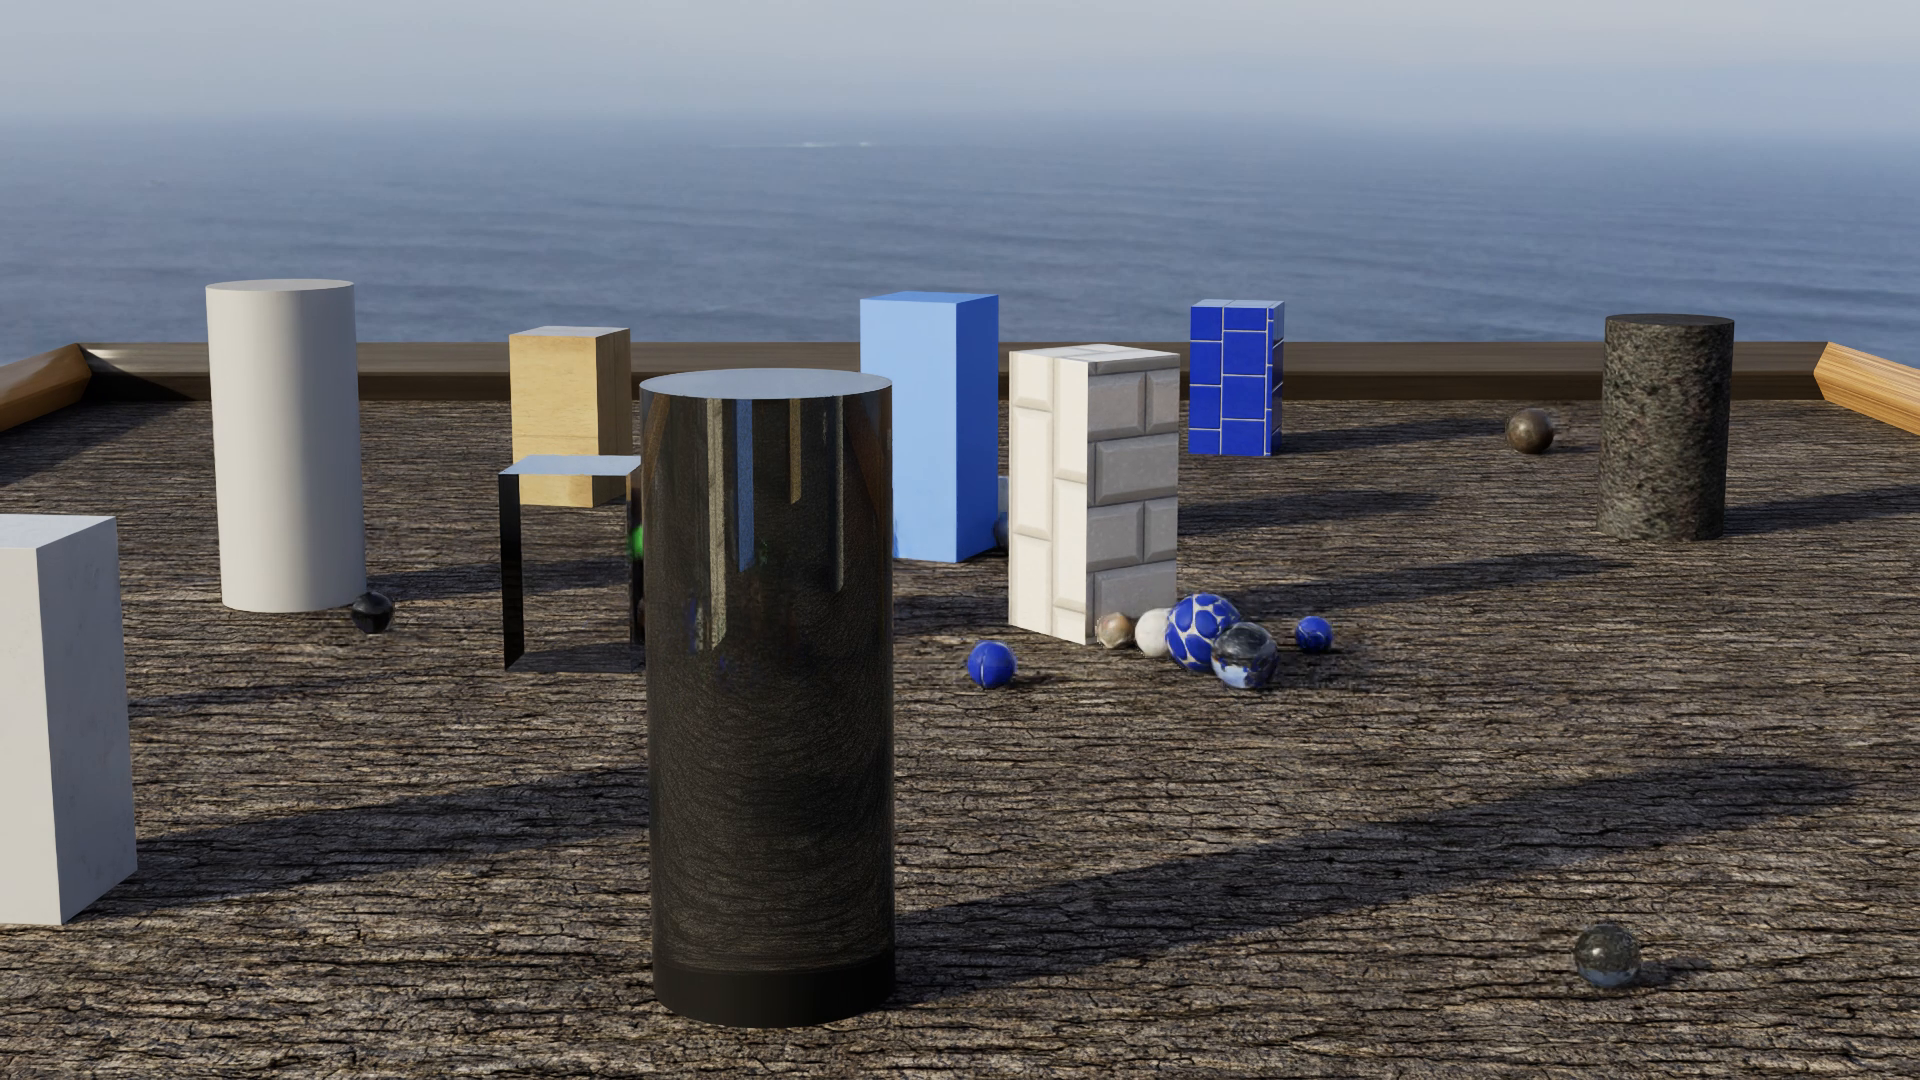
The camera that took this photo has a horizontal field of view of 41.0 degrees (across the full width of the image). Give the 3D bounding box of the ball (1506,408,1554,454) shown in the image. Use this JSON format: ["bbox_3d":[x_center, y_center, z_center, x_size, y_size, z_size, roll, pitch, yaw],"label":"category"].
[{"bbox_3d":[1.075,-0.204,4.833,0.088,0.088,0.088,0,11,0],"label":"ball"}]

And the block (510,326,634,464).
[{"bbox_3d":[-0.663,-0.218,4.388,0.155,0.278,0.155,3,11,14],"label":"block"}]

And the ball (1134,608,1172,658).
[{"bbox_3d":[0.248,0.116,3.178,0.063,0.063,0.063,0,11,0],"label":"ball"}]

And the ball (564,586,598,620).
[{"bbox_3d":[-0.504,0.083,3.407,0.044,0.044,0.044,0,11,0],"label":"ball"}]

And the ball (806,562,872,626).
[{"bbox_3d":[-0.158,0.071,3.357,0.086,0.086,0.086,0,11,0],"label":"ball"}]

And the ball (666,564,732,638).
[{"bbox_3d":[-0.339,0.079,3.290,0.095,0.095,0.095,0,11,0],"label":"ball"}]

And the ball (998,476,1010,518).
[{"bbox_3d":[0.063,-0.051,3.981,0.097,0.097,0.097,0,11,0],"label":"ball"}]

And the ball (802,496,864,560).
[{"bbox_3d":[-0.189,-0.019,3.817,0.095,0.095,0.095,0,11,0],"label":"ball"}]

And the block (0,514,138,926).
[{"bbox_3d":[-0.838,0.153,2.251,0.155,0.329,0.155,1,11,6],"label":"block"}]

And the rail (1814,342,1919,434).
[{"bbox_3d":[1.892,0.030,3.460,0.045,0.126,4.408,0,11,0],"label":"rail"}]

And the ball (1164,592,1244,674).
[{"bbox_3d":[0.296,0.112,3.103,0.097,0.097,0.097,0,11,0],"label":"ball"}]

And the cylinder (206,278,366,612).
[{"bbox_3d":[-0.918,-0.132,3.505,0.194,0.432,0.194,0,11,0],"label":"cylinder"}]

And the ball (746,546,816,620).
[{"bbox_3d":[-0.235,0.057,3.404,0.096,0.096,0.096,0,11,0],"label":"ball"}]

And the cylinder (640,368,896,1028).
[{"bbox_3d":[-0.149,0.118,2.013,0.194,0.485,0.194,0,11,0],"label":"cylinder"}]

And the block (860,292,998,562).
[{"bbox_3d":[-0.045,-0.174,3.859,0.155,0.384,0.155,5,12,24],"label":"block"}]

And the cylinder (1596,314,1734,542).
[{"bbox_3d":[1.104,-0.179,4.022,0.194,0.334,0.194,0,11,0],"label":"cylinder"}]

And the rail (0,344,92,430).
[{"bbox_3d":[-1.892,0.034,3.438,0.045,0.126,4.408,0,11,0],"label":"rail"}]

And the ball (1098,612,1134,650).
[{"bbox_3d":[0.197,0.115,3.230,0.046,0.046,0.046,0,11,0],"label":"ball"}]

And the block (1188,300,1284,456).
[{"bbox_3d":[0.527,-0.311,4.887,0.155,0.278,0.155,3,11,14],"label":"block"}]

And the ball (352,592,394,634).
[{"bbox_3d":[-0.760,0.094,3.319,0.054,0.054,0.054,0,11,0],"label":"ball"}]

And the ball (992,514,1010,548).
[{"bbox_3d":[0.077,-0.014,3.904,0.053,0.053,0.053,0,11,0],"label":"ball"}]

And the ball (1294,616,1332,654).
[{"bbox_3d":[0.442,0.119,3.207,0.047,0.047,0.047,0,11,0],"label":"ball"}]

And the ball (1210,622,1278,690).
[{"bbox_3d":[0.335,0.136,3.022,0.080,0.080,0.080,0,11,0],"label":"ball"}]

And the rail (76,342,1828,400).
[{"bbox_3d":[-0.013,-0.366,5.593,3.832,0.126,0.045,0,11,0],"label":"rail"}]

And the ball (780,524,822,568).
[{"bbox_3d":[-0.232,0.009,3.757,0.062,0.062,0.062,0,11,0],"label":"ball"}]

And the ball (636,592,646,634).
[{"bbox_3d":[-0.356,0.087,3.133,0.077,0.077,0.077,0,11,0],"label":"ball"}]

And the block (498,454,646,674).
[{"bbox_3d":[-0.470,0.027,3.164,0.155,0.243,0.155,1,11,4],"label":"block"}]

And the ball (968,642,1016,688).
[{"bbox_3d":[0.037,0.147,3.027,0.056,0.056,0.056,0,11,0],"label":"ball"}]

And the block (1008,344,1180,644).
[{"bbox_3d":[0.173,-0.064,3.331,0.155,0.360,0.155,-8,13,-37],"label":"block"}]

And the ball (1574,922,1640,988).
[{"bbox_3d":[0.516,0.332,2.048,0.051,0.051,0.051,0,11,0],"label":"ball"}]
